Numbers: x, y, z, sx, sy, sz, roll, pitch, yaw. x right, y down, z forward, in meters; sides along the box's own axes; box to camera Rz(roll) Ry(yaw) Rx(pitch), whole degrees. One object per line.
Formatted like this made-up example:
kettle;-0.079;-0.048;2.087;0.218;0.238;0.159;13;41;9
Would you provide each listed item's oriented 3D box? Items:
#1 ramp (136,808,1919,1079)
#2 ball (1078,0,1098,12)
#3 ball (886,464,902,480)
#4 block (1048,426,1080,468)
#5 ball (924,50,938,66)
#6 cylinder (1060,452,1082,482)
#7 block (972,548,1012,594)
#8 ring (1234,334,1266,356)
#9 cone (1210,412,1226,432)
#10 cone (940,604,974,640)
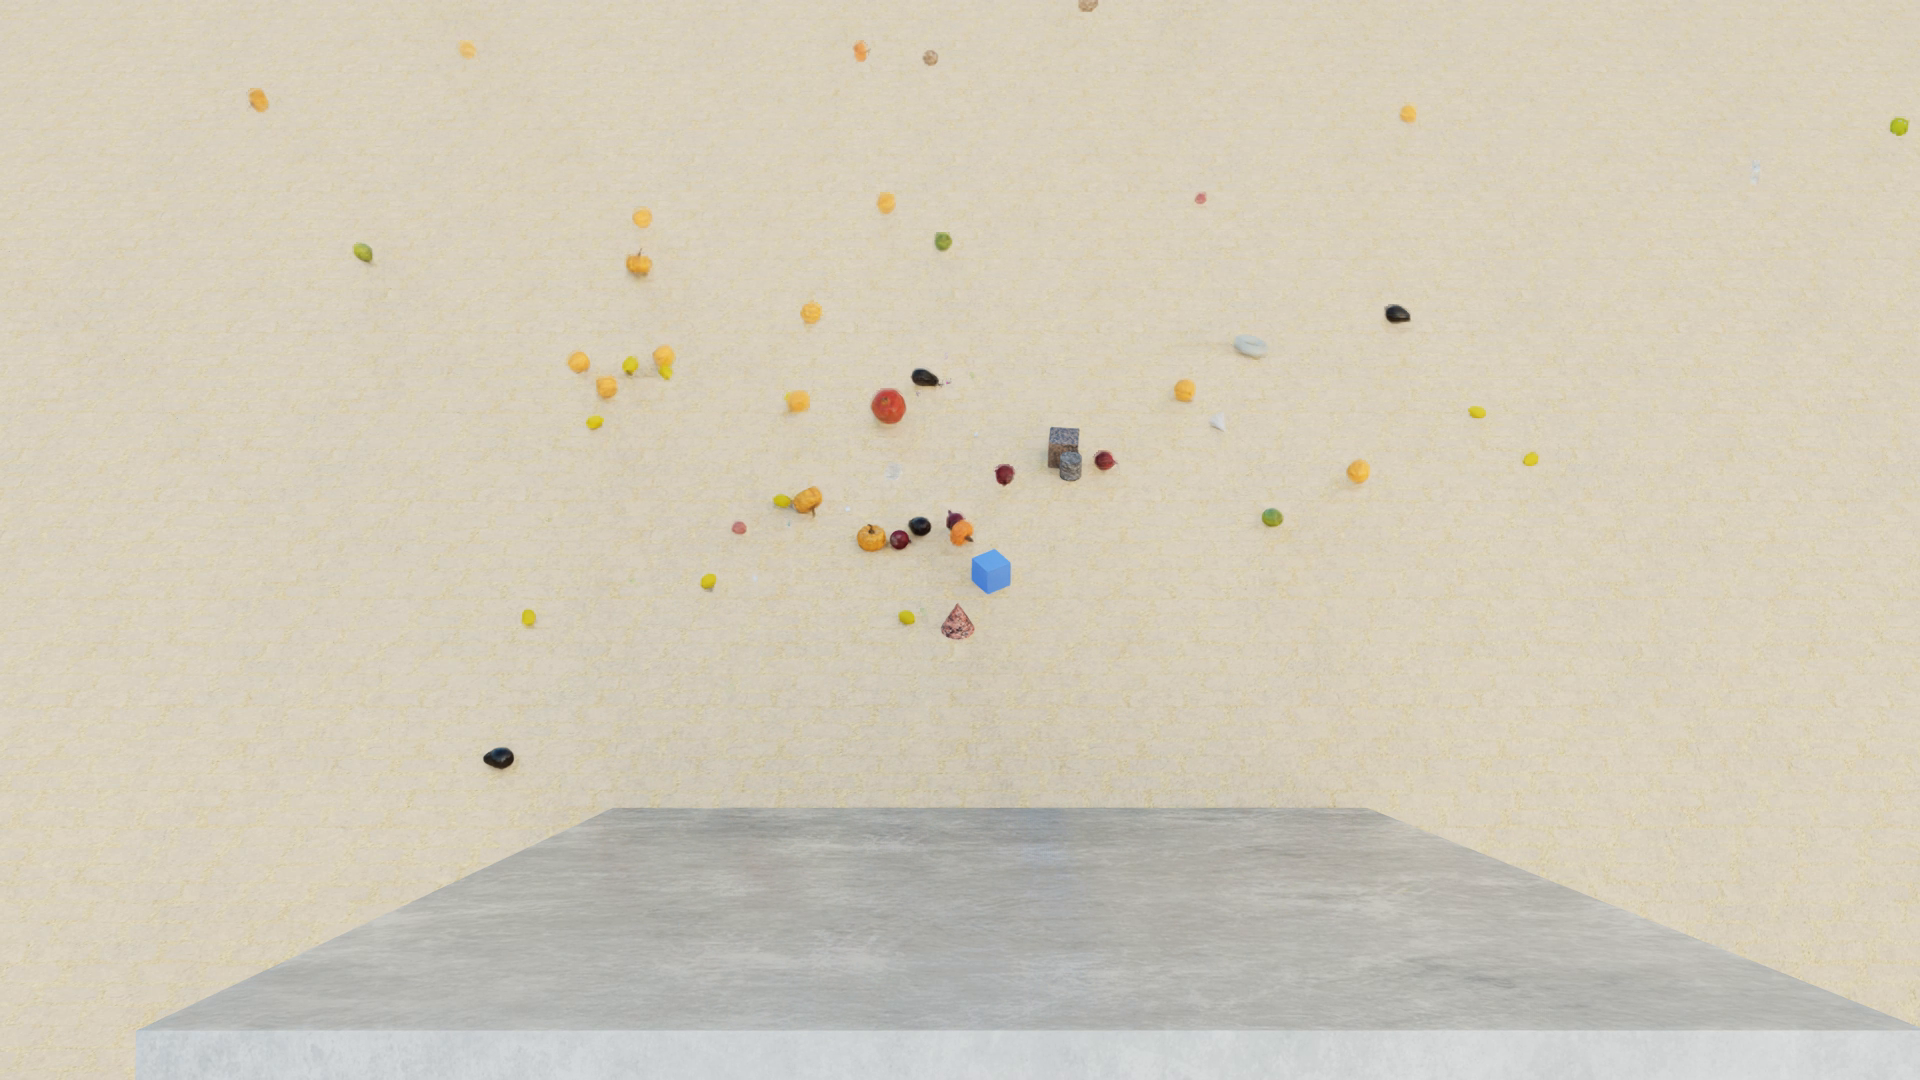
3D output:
ramp;0.080;0.679;4.898;2.000;0.100;4.000;0;-2;0
ball;0.541;-2.279;11.009;0.088;0.088;0.088;0;36;0
ball;-0.209;-0.213;8.239;0.051;0.051;0.051;0;36;0
block;0.332;-0.294;8.313;0.094;0.094;0.094;3;37;4
ball;-0.118;-1.967;10.607;0.063;0.063;0.063;0;36;0
cylinder;0.352;-0.234;8.252;0.069;0.069;0.069;0;36;0
block;0.094;0.095;7.794;0.084;0.084;0.084;-22;42;-27
ring;0.988;-0.662;8.842;0.117;0.039;0.117;13;31;-8
cone;0.851;-0.375;8.480;0.057;0.057;0.057;-22;69;-27
cone;-0.007;0.221;7.610;0.099;0.099;0.099;0;36;0
